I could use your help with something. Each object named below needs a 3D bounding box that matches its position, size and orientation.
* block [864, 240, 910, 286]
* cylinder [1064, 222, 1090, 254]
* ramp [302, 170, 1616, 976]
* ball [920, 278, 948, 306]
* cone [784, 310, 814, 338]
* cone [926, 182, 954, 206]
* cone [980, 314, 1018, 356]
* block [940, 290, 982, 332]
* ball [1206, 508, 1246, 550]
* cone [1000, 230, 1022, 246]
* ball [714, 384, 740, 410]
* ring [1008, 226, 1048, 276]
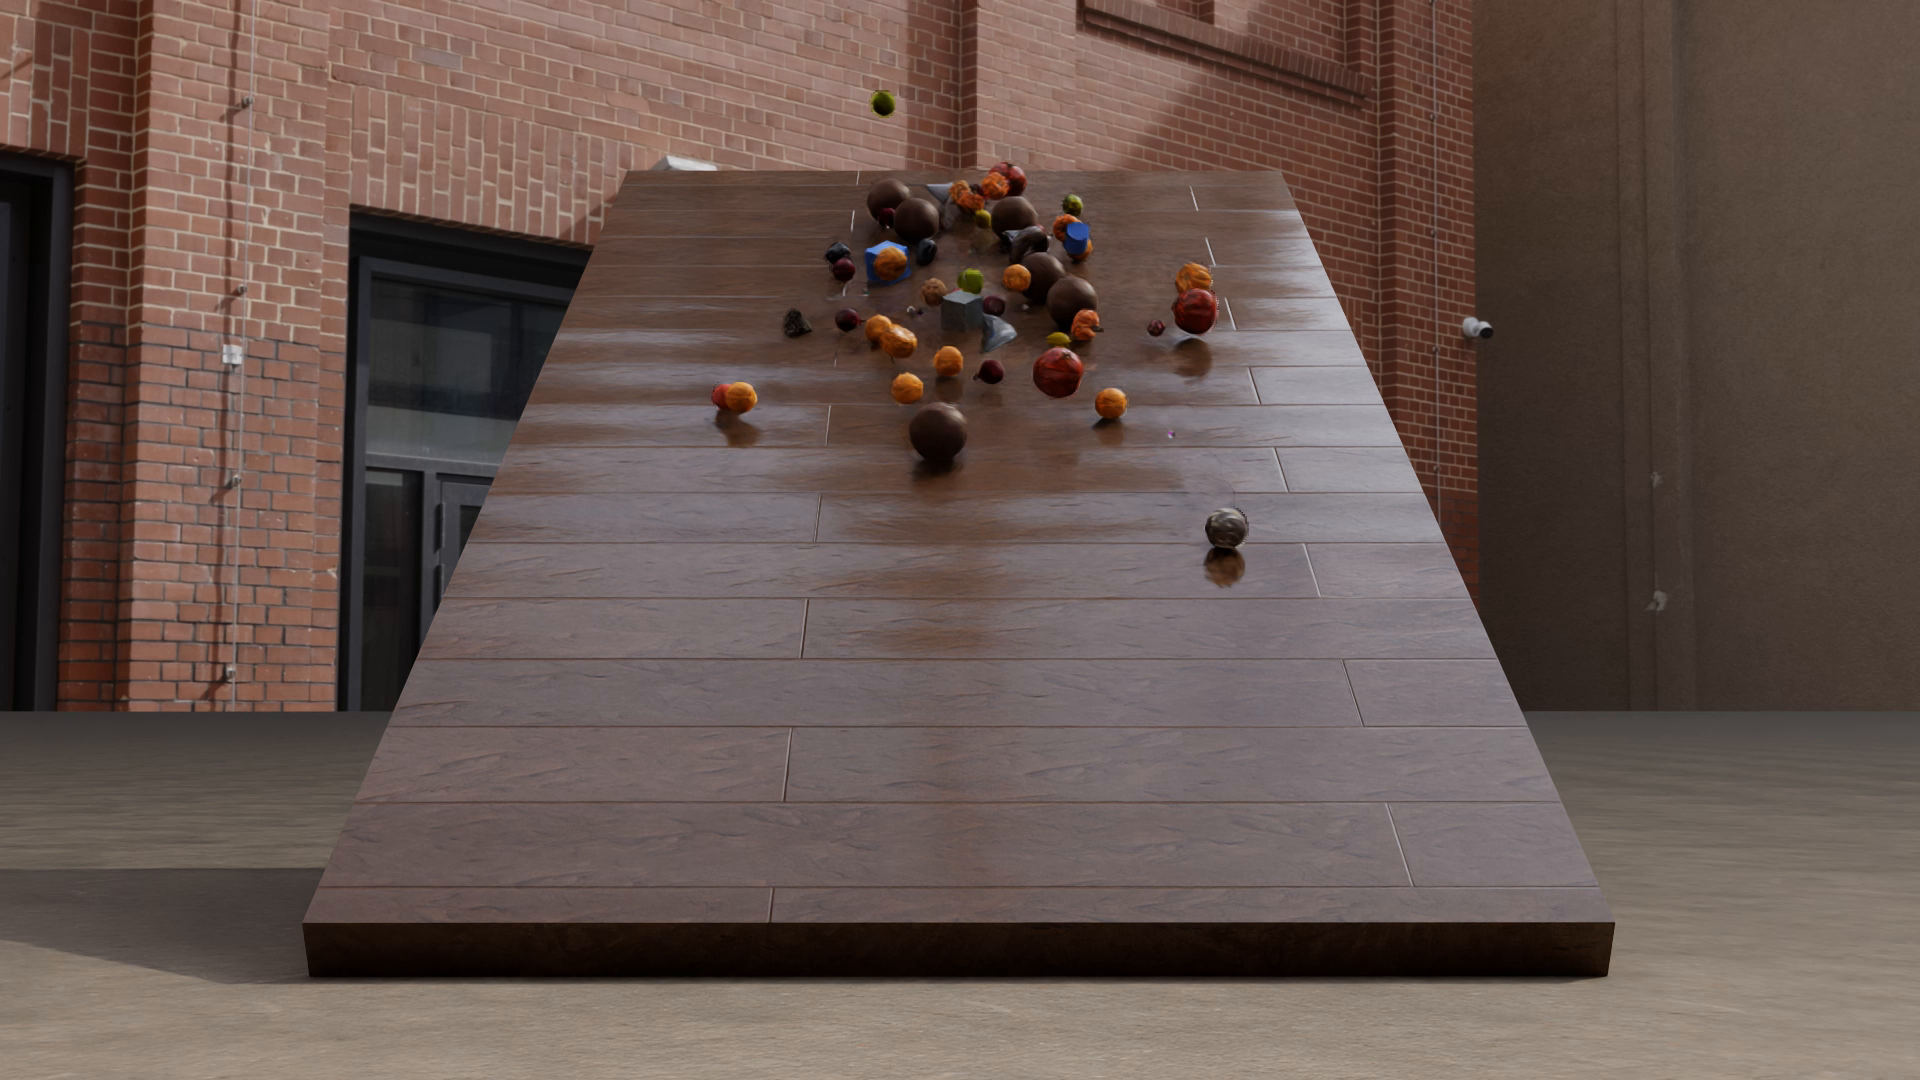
[{"bbox_3d":[-0.192,-0.737,6.251,0.082,0.082,0.082,22,39,38],"label":"block"},{"bbox_3d":[0.300,-0.776,6.040,0.060,0.060,0.060,0,-33,-5],"label":"cylinder"},{"bbox_3d":[-0.009,-0.229,5.401,2.000,0.100,4.000,0,25,0],"label":"ramp"},{"bbox_3d":[-0.067,-0.628,5.948,0.069,0.069,0.069,0,-4,0],"label":"ball"},{"bbox_3d":[-0.393,-0.535,5.890,0.070,0.070,0.070,13,-12,-42],"label":"cone"},{"bbox_3d":[-0.068,-1.018,6.832,0.078,0.078,0.078,22,-4,0],"label":"cone"},{"bbox_3d":[0.073,-0.472,5.583,0.093,0.093,0.093,27,26,-15],"label":"cone"},{"bbox_3d":[0.005,-0.578,5.933,0.076,0.076,0.076,18,31,33],"label":"block"},{"bbox_3d":[0.539,-0.023,4.756,0.083,0.083,0.083,0,-4,0],"label":"ball"},{"bbox_3d":[0.136,-0.836,6.450,0.060,0.060,0.060,23,-6,-3],"label":"cone"},{"bbox_3d":[-0.541,-0.332,5.429,0.060,0.060,0.060,0,-4,0],"label":"ball"},{"bbox_3d":[0.183,-0.769,6.262,0.047,0.141,0.141,27,12,32],"label":"ring"}]
